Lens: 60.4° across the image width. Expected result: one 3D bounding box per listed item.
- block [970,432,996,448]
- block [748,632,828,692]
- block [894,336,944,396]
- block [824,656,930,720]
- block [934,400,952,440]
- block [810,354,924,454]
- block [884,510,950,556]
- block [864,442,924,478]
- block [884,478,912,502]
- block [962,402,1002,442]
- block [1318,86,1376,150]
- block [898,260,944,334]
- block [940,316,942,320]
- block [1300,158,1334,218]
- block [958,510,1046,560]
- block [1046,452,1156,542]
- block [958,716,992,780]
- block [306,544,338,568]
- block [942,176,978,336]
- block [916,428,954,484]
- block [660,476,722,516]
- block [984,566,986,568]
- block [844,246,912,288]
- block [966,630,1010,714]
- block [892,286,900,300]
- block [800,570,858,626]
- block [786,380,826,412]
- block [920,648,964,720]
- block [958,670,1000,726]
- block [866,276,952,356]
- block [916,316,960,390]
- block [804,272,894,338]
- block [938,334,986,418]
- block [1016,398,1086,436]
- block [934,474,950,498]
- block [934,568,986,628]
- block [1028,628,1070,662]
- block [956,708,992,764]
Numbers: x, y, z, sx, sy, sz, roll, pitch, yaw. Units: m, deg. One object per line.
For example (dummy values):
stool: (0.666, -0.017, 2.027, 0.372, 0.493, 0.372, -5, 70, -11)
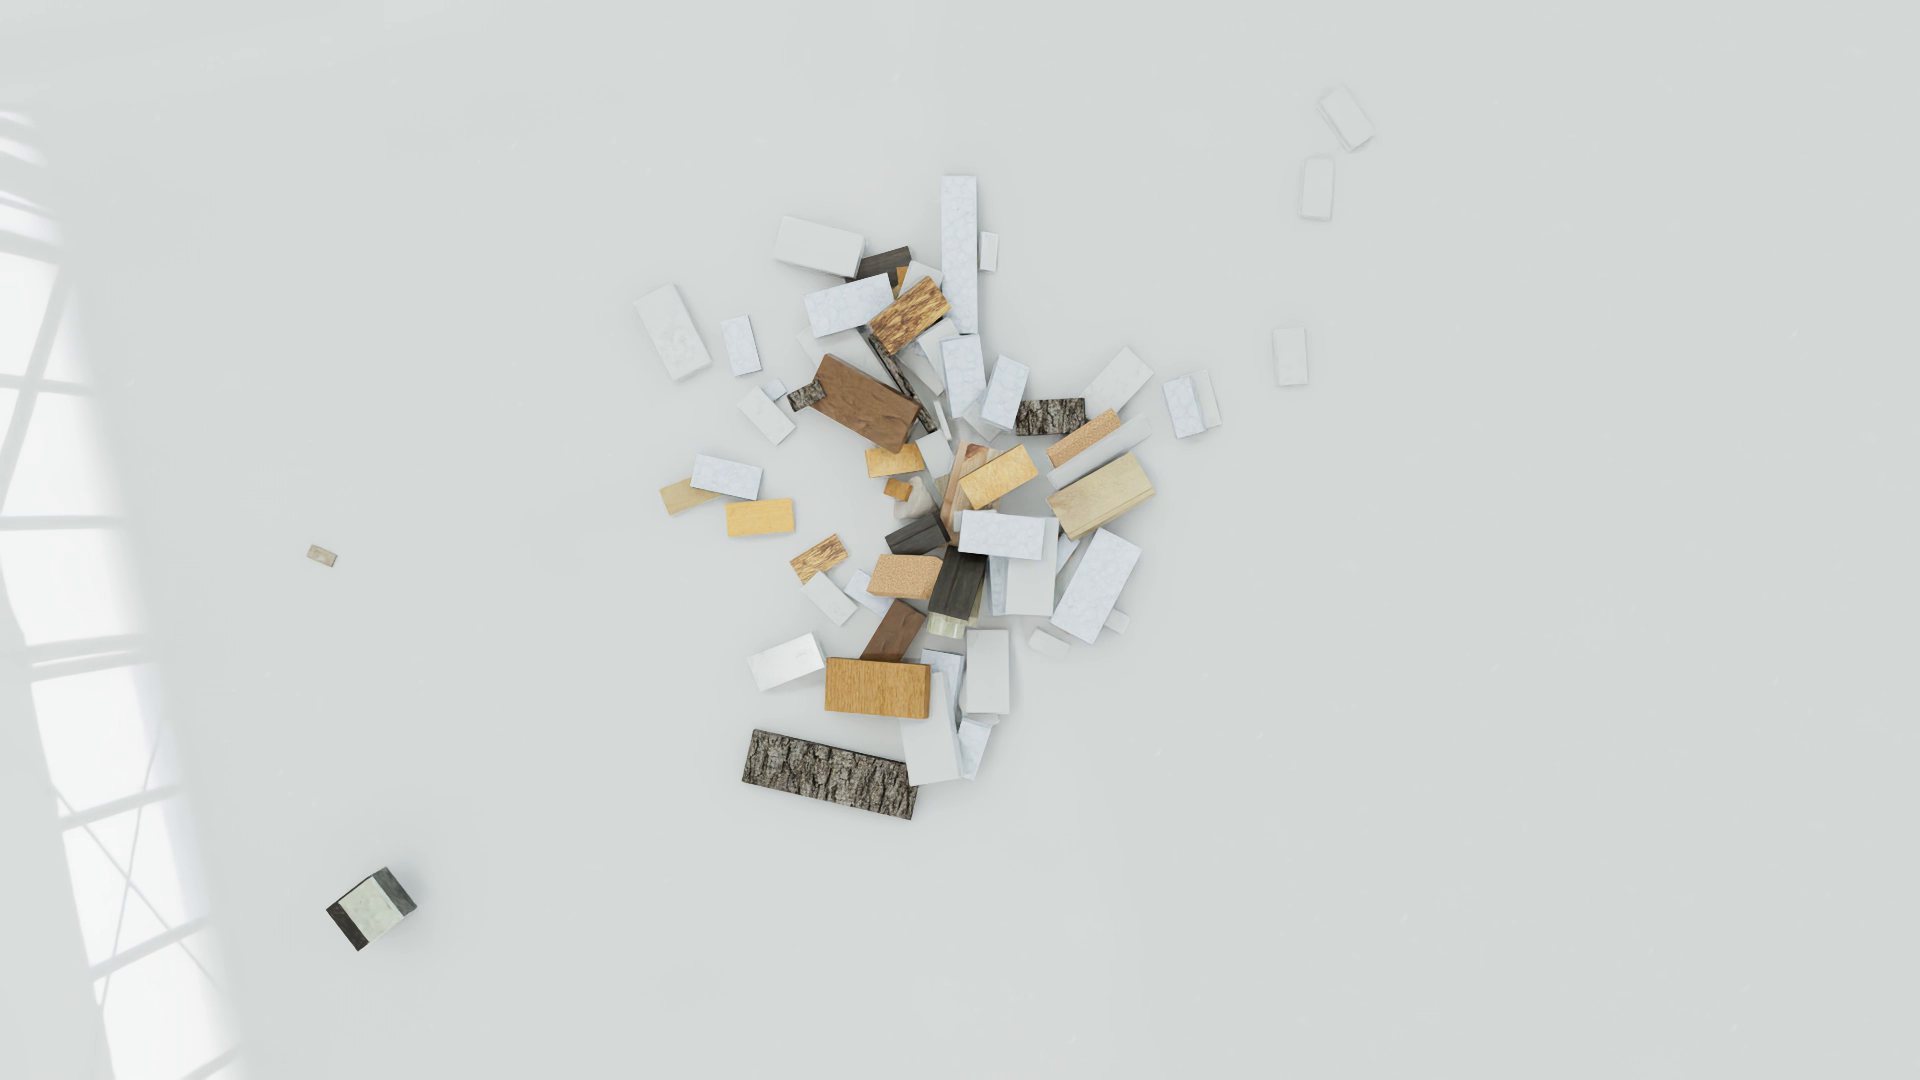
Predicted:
block: (0.053, -0.303, 5.491, 0.065, 0.018, 0.131, 36, 90, 0)
block: (-0.572, 0.403, 5.458, 0.240, 0.034, 0.120, -22, 90, 12)
block: (-0.116, -0.602, 5.484, 0.232, 0.033, 0.116, 44, 90, 0)
block: (-0.272, 0.485, 5.418, 0.349, 0.049, 0.175, 3, 91, 19)
block: (-0.058, -0.395, 5.467, 0.018, 0.065, 0.130, -19, 90, -1)
block: (-0.319, -0.447, 5.403, 0.358, 0.051, 0.179, 30, 107, 8)
block: (-0.139, -0.004, 5.423, 0.220, 0.031, 0.110, -26, 90, 35)
block: (-0.217, -0.264, 5.456, 0.187, 0.027, 0.094, -9, 90, -20)
block: (-0.205, -0.166, 5.453, 0.016, 0.113, 0.057, 21, 90, -42)
block: (0.072, -0.390, 5.449, 0.065, 0.018, 0.131, -46, 112, 0)
block: (1.288, -1.403, 5.487, 0.095, 0.027, 0.189, -35, 90, 0)
block: (-0.144, -0.789, 5.411, 0.113, 0.032, 0.226, 19, 91, -24)
block: (-0.040, -0.767, 5.482, 0.056, 0.016, 0.112, -2, 90, 21)
block: (1.188, -1.168, 5.487, 0.093, 0.026, 0.186, 5, 90, 0)
block: (0.134, -0.016, 5.356, 0.269, 0.038, 0.135, 6, 91, -5)
block: (0.467, -0.142, 5.455, 0.322, 0.046, 0.161, -29, 74, 0)
block: (0.028, 0.688, 5.428, 0.099, 0.028, 0.198, 18, 111, 1)
block: (-2.126, 0.053, 5.494, 0.090, 0.013, 0.045, 24, 90, 0)
block: (-0.002, -0.941, 5.455, 0.116, 0.033, 0.525, 0, 87, 0)
block: (-0.067, -0.266, 5.469, 0.094, 0.027, 0.187, -25, 100, -1)
block: (-0.895, -0.158, 5.487, 0.187, 0.027, 0.094, -22, 90, 0)
block: (0.127, 0.029, 5.490, 0.069, 0.020, 0.139, 10, 90, 0)
block: (-0.268, -0.888, 5.484, 0.232, 0.033, 0.116, -16, 90, 0)
block: (0.092, 0.435, 5.448, 0.137, 0.039, 0.275, 0, 76, 0)
block: (-0.194, -0.784, 5.465, 0.226, 0.032, 0.113, -33, 102, 4)
block: (-0.434, 0.193, 5.474, 0.090, 0.025, 0.179, -45, 98, 2)
block: (-0.504, -0.473, 5.414, 0.123, 0.017, 0.062, -25, 93, 19)
block: (-0.074, 0.507, 5.456, 0.137, 0.039, 0.275, 8, 90, 22)
block: (0.045, 0.533, 5.461, 0.099, 0.028, 0.198, -24, 77, -3)
block: (-0.166, -0.731, 5.371, 0.257, 0.036, 0.128, -39, 108, -10)
block: (-0.029, -0.590, 5.427, 0.128, 0.036, 0.257, -33, 113, -5)
block: (-0.359, -0.771, 5.417, 0.284, 0.040, 0.142, -16, 100, -1)
block: (0.014, -0.539, 5.417, 0.128, 0.036, 0.257, -13, 110, -13)
block: (0.300, -0.408, 5.462, 0.228, 0.032, 0.114, -2, 90, 11)
block: (-0.008, -0.131, 5.469, 0.094, 0.027, 0.187, -22, 100, -2)
block: (0.002, 0.173, 5.377, 0.137, 0.275, 0.039, 11, 126, 0)
block: (0.296, 0.350, 5.491, 0.125, 0.018, 0.063, 26, 90, 0)
block: (0.036, 0.651, 5.486, 0.099, 0.028, 0.198, -11, 90, 0)
